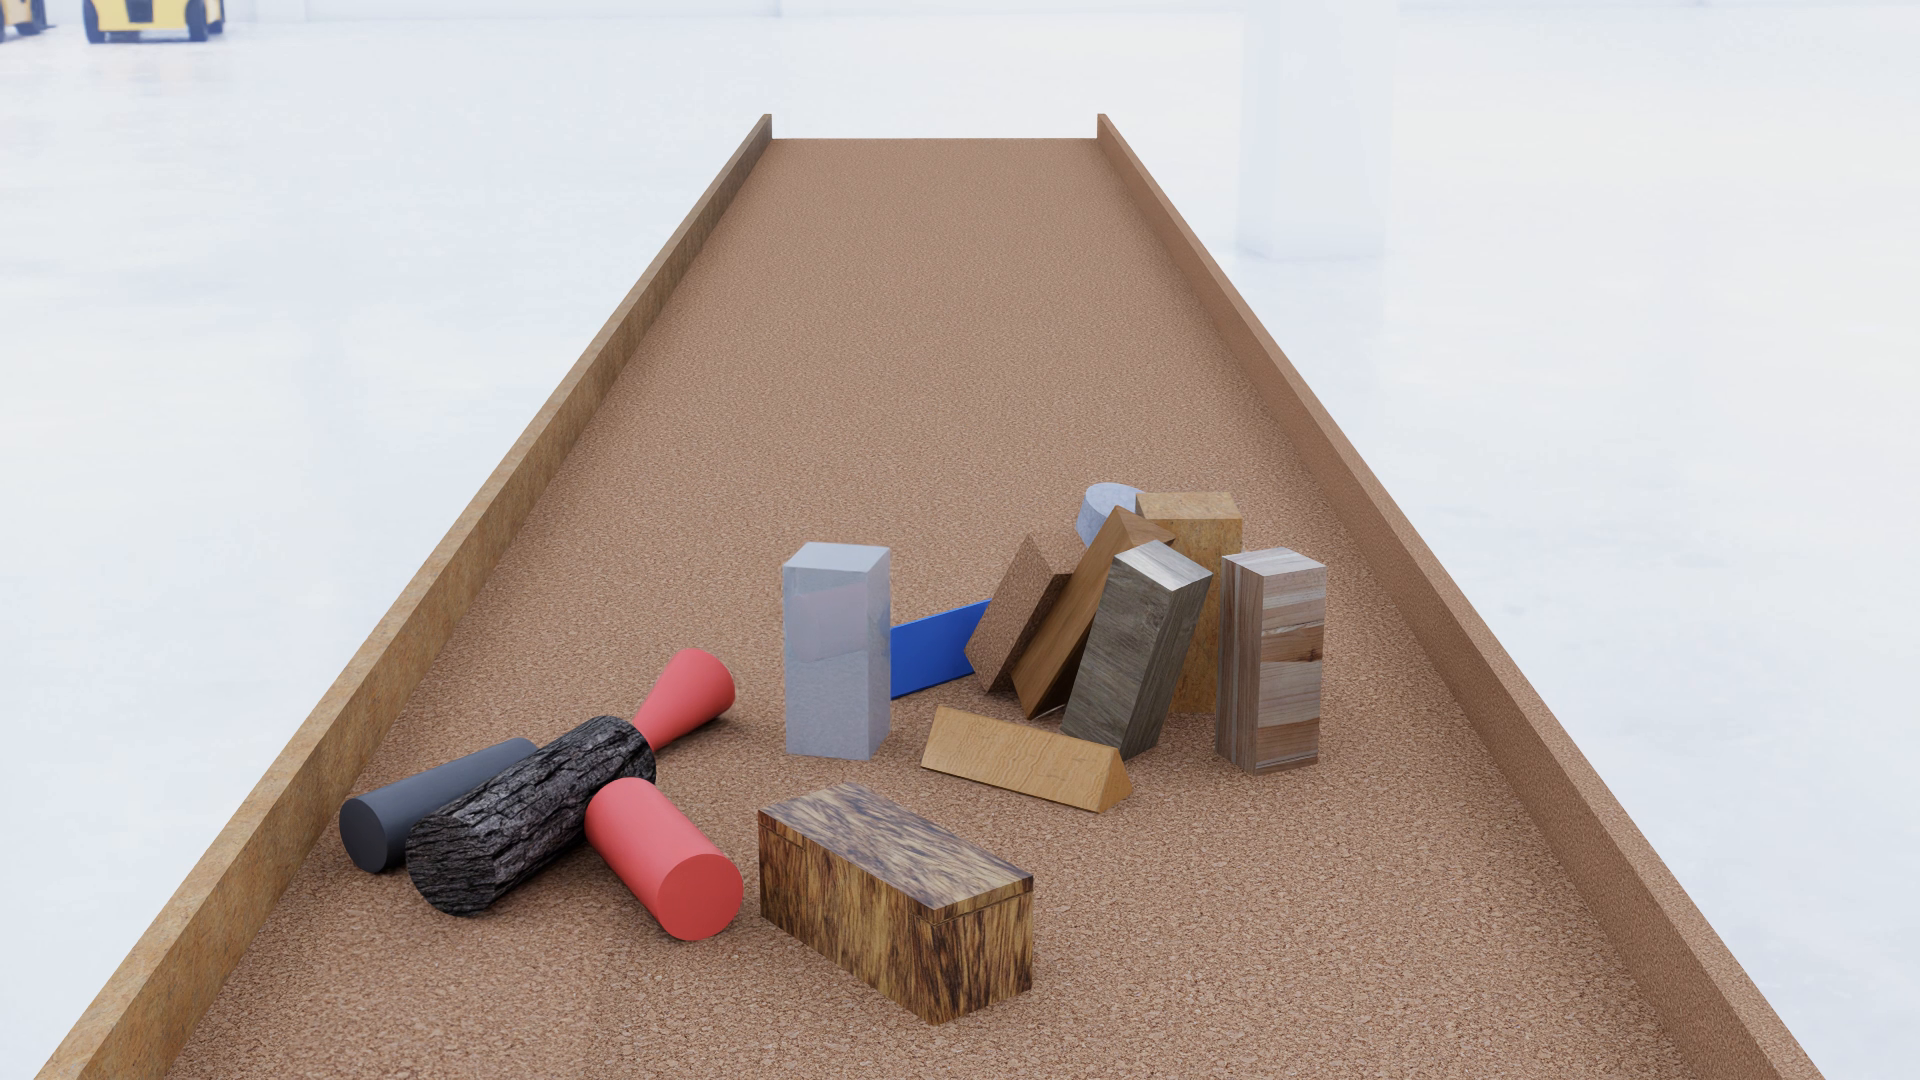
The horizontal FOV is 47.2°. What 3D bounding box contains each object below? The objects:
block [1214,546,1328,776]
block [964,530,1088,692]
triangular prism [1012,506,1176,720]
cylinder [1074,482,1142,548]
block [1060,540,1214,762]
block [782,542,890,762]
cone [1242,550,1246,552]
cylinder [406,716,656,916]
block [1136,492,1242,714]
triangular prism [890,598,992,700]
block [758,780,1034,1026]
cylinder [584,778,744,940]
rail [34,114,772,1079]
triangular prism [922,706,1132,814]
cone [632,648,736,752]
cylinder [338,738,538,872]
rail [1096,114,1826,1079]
[{"bbox_3d":[0.545,0.212,3.869,0.131,0.367,0.131,-8,18,-26],"label":"block"},{"bbox_3d":[0.134,0.136,4.162,0.109,0.328,0.109,-3,47,-34],"label":"block"},{"bbox_3d":[0.222,0.130,4.032,0.105,0.441,0.121,45,37,21],"label":"triangular prism"},{"bbox_3d":[0.284,0.069,4.357,0.164,0.328,0.164,12,29,-7],"label":"cylinder"},{"bbox_3d":[0.309,0.199,3.877,0.128,0.366,0.128,32,32,30],"label":"block"},{"bbox_3d":[-0.218,0.198,3.943,0.153,0.352,0.153,4,17,13],"label":"block"},{"bbox_3d":[0.569,0.169,4.522,0.157,0.157,0.332,0,30,1],"label":"cone"},{"bbox_3d":[-0.672,0.430,3.490,0.166,0.166,0.447,7,18,23],"label":"cylinder"},{"bbox_3d":[0.426,0.117,4.163,0.178,0.380,0.178,0,17,-1],"label":"block"},{"bbox_3d":[-0.043,0.201,4.342,0.386,0.114,0.131,-15,22,-41],"label":"triangular prism"},{"bbox_3d":[-0.099,0.516,3.184,0.175,0.175,0.429,-13,21,-36],"label":"block"},{"bbox_3d":[-0.457,0.483,3.362,0.137,0.137,0.325,-9,19,-27],"label":"cylinder"},{"bbox_3d":[-1.118,-0.838,7.780,0.050,0.150,12.000,0,17,-1],"label":"rail"},{"bbox_3d":[0.113,0.368,3.806,0.362,0.098,0.114,11,20,32],"label":"triangular prism"},{"bbox_3d":[-0.558,0.345,3.942,0.142,0.142,0.373,8,29,24],"label":"cone"},{"bbox_3d":[-0.833,0.427,3.576,0.123,0.123,0.333,13,21,37],"label":"cylinder"},{"bbox_3d":[0.932,-0.844,7.801,0.050,0.150,12.000,0,17,-1],"label":"rail"}]
